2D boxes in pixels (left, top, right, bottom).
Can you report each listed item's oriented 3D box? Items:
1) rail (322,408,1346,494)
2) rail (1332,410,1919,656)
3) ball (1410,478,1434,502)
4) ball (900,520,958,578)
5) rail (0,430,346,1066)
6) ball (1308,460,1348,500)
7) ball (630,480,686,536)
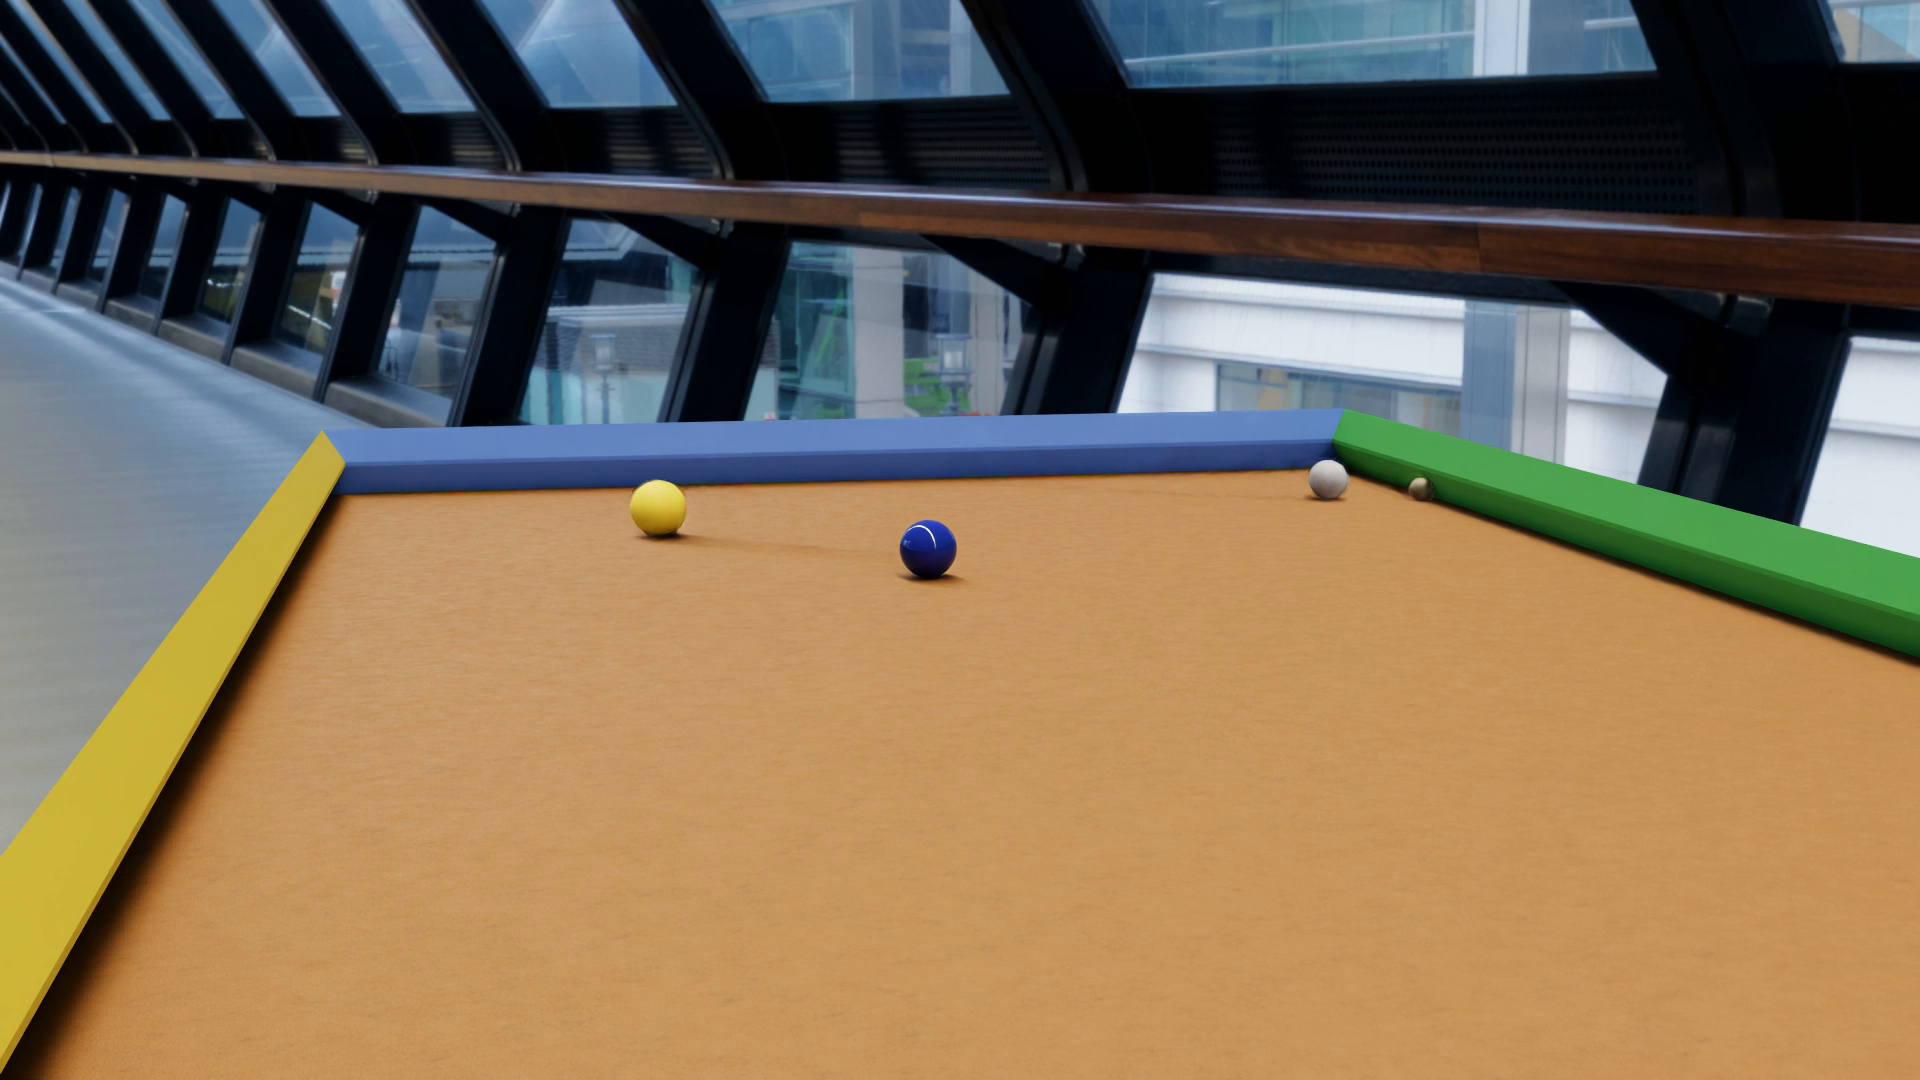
[{"bbox_3d":[-0.201,-0.178,4.389,2.071,0.122,0.045,-2,9,-11],"label":"rail"},{"bbox_3d":[1.197,0.102,2.633,0.045,0.122,4.093,-2,9,-11],"label":"rail"},{"bbox_3d":[0.864,-0.095,4.119,0.045,0.045,0.045,0,9,0],"label":"ball"},{"bbox_3d":[-0.048,0.013,3.306,0.087,0.087,0.087,0,9,0],"label":"ball"},{"bbox_3d":[-0.785,0.166,2.231,0.045,0.122,4.093,-2,9,-11],"label":"rail"},{"bbox_3d":[0.694,-0.114,4.145,0.074,0.074,0.074,0,9,0],"label":"ball"},{"bbox_3d":[-0.507,-0.053,3.699,0.094,0.094,0.094,0,9,0],"label":"ball"}]
